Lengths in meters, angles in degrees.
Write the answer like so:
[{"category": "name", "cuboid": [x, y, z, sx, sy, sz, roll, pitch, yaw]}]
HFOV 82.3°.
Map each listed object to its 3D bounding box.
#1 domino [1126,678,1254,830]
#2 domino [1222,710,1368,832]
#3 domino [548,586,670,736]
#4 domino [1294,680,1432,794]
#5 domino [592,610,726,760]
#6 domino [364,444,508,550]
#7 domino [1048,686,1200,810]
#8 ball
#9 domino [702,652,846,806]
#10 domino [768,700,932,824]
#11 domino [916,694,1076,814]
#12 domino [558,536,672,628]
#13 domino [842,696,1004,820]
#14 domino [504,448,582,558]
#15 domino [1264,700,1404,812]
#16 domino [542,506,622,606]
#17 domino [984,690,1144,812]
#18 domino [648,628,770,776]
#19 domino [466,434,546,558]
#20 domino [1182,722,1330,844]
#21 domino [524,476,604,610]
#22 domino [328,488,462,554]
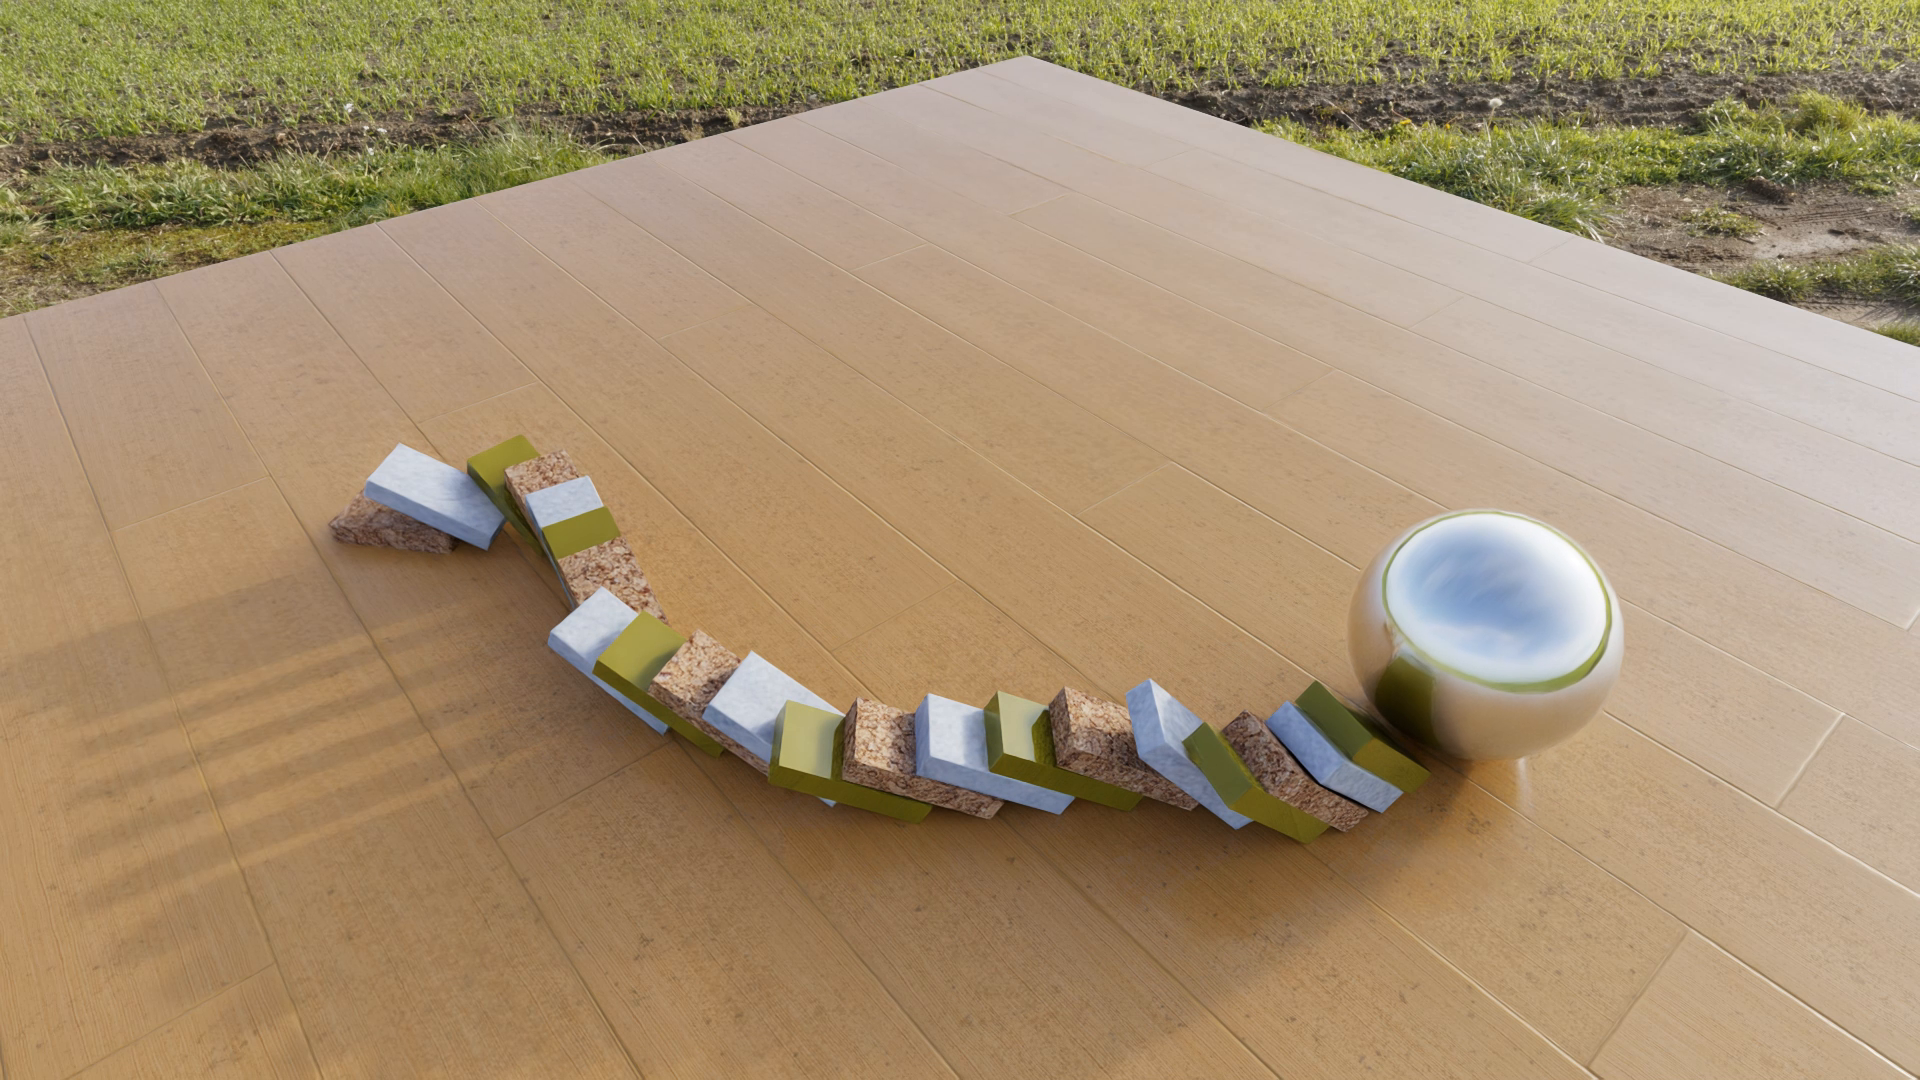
[{"category": "domino", "cuboid": [0.071, 0.066, 0.337, 0.010, 0.050, 0.025, -37, 32, 24]}, {"category": "domino", "cuboid": [0.102, 0.070, 0.332, 0.010, 0.050, 0.025, -47, 42, 14]}, {"category": "domino", "cuboid": [-0.112, 0.041, 0.376, 0.050, 0.010, 0.025, 38, 48, 2]}, {"category": "domino", "cuboid": [0.126, 0.062, 0.342, 0.009, 0.050, 0.025, -49, 45, 12]}, {"category": "domino", "cuboid": [-0.094, 0.048, 0.367, 0.050, 0.010, 0.025, 35, 46, -1]}, {"category": "domino", "cuboid": [-0.209, -0.017, 0.444, 0.050, 0.010, 0.025, 26, 39, -13]}, {"category": "domino", "cuboid": [0.053, 0.065, 0.345, 0.050, 0.010, 0.025, 22, 35, -20]}, {"category": "ball", "cuboid": [0.166, 0.030, 0.351, 0.080, 0.080, 0.080, 0, 39, 0]}, {"category": "domino", "cuboid": [-0.054, 0.060, 0.353, 0.050, 0.010, 0.025, 35, 45, -1]}, {"category": "domino", "cuboid": [-0.033, 0.069, 0.342, 0.050, 0.009, 0.025, 20, 38, -18]}, {"category": "domino", "cuboid": [0.011, 0.067, 0.344, 0.050, 0.010, 0.025, 20, 36, -19]}, {"category": "domino", "cuboid": [-0.122, 0.025, 0.396, 0.025, 0.009, 0.050, -24, 72, -26]}, {"category": "domino", "cuboid": [-0.011, 0.068, 0.343, 0.050, 0.010, 0.025, 20, 37, -19]}, {"category": "domino", "cuboid": [-0.158, -0.011, 0.439, 0.025, 0.010, 0.050, -26, 73, -31]}, {"category": "domino", "cuboid": [0.115, 0.067, 0.336, 0.010, 0.050, 0.025, -49, 46, 12]}, {"category": "domino", "cuboid": [-0.134, 0.014, 0.410, 0.025, 0.009, 0.050, -23, 71, -26]}, {"category": "domino", "cuboid": [0.033, 0.066, 0.345, 0.050, 0.010, 0.025, 20, 35, -18]}, {"category": "domino", "cuboid": [-0.074, 0.054, 0.361, 0.050, 0.010, 0.025, 35, 45, -1]}, {"category": "domino", "cuboid": [-0.175, -0.018, 0.450, 0.050, 0.010, 0.025, 46, 54, 12]}, {"category": "domino", "cuboid": [0.089, 0.073, 0.328, 0.009, 0.050, 0.025, -47, 42, 14]}, {"category": "domino", "cuboid": [-0.146, 0.001, 0.424, 0.025, 0.009, 0.050, -22, 71, -27]}, {"category": "domino", "cuboid": [-0.228, -0.008, 0.453, 0.050, 0.010, 0.025, 5, 40, 6]}]
